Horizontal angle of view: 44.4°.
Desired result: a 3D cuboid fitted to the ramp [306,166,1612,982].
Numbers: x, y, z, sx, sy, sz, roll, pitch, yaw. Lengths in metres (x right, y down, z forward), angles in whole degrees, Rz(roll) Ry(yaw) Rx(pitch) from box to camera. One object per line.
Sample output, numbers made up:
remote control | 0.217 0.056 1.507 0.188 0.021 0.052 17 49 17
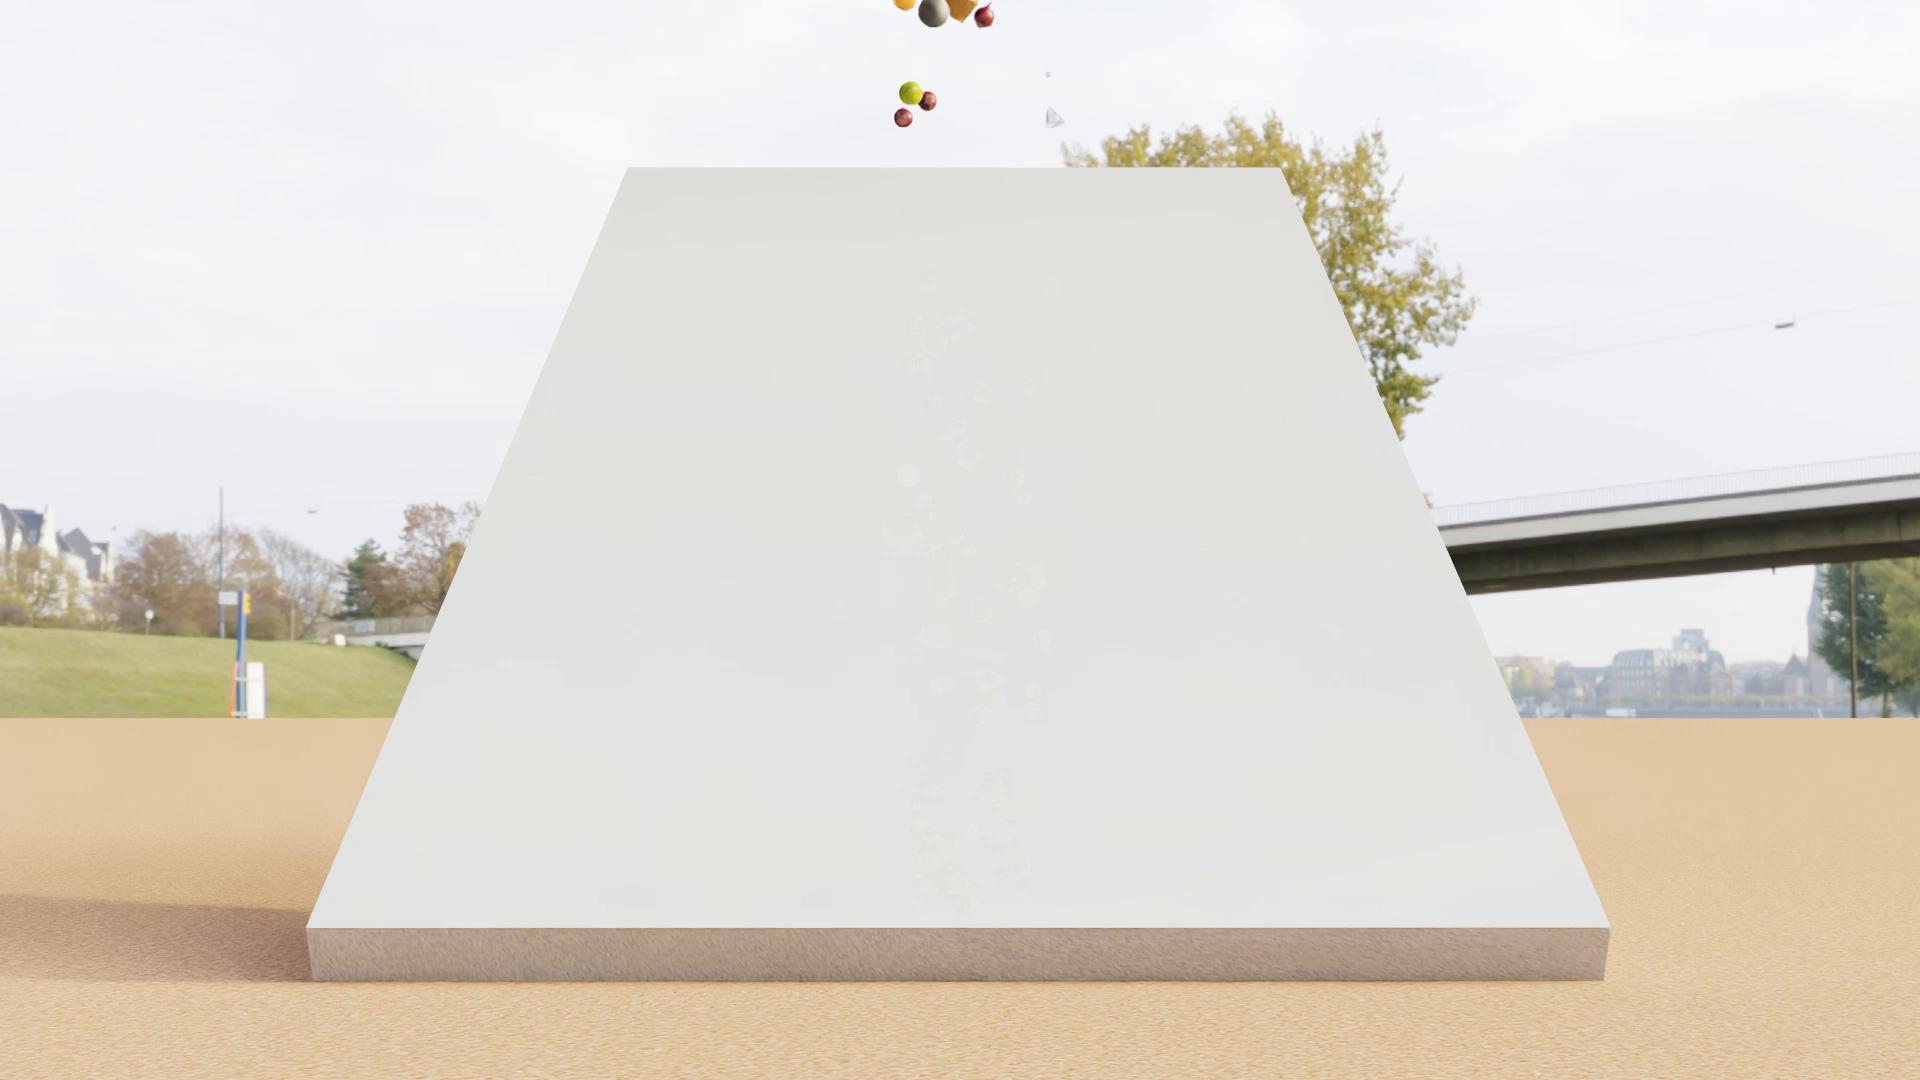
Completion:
ramp | -0.009 -0.229 5.426 2.000 0.100 4.000 0 26 0

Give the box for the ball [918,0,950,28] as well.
ball | -0.078 -1.560 6.943 0.095 0.095 0.095 0 -4 0

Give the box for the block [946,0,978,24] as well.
block | -0.005 -1.621 7.057 0.082 0.082 0.082 23 -48 -25

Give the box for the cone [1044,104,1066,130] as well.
cone | 0.267 -1.238 6.841 0.065 0.065 0.065 -19 -3 -1
